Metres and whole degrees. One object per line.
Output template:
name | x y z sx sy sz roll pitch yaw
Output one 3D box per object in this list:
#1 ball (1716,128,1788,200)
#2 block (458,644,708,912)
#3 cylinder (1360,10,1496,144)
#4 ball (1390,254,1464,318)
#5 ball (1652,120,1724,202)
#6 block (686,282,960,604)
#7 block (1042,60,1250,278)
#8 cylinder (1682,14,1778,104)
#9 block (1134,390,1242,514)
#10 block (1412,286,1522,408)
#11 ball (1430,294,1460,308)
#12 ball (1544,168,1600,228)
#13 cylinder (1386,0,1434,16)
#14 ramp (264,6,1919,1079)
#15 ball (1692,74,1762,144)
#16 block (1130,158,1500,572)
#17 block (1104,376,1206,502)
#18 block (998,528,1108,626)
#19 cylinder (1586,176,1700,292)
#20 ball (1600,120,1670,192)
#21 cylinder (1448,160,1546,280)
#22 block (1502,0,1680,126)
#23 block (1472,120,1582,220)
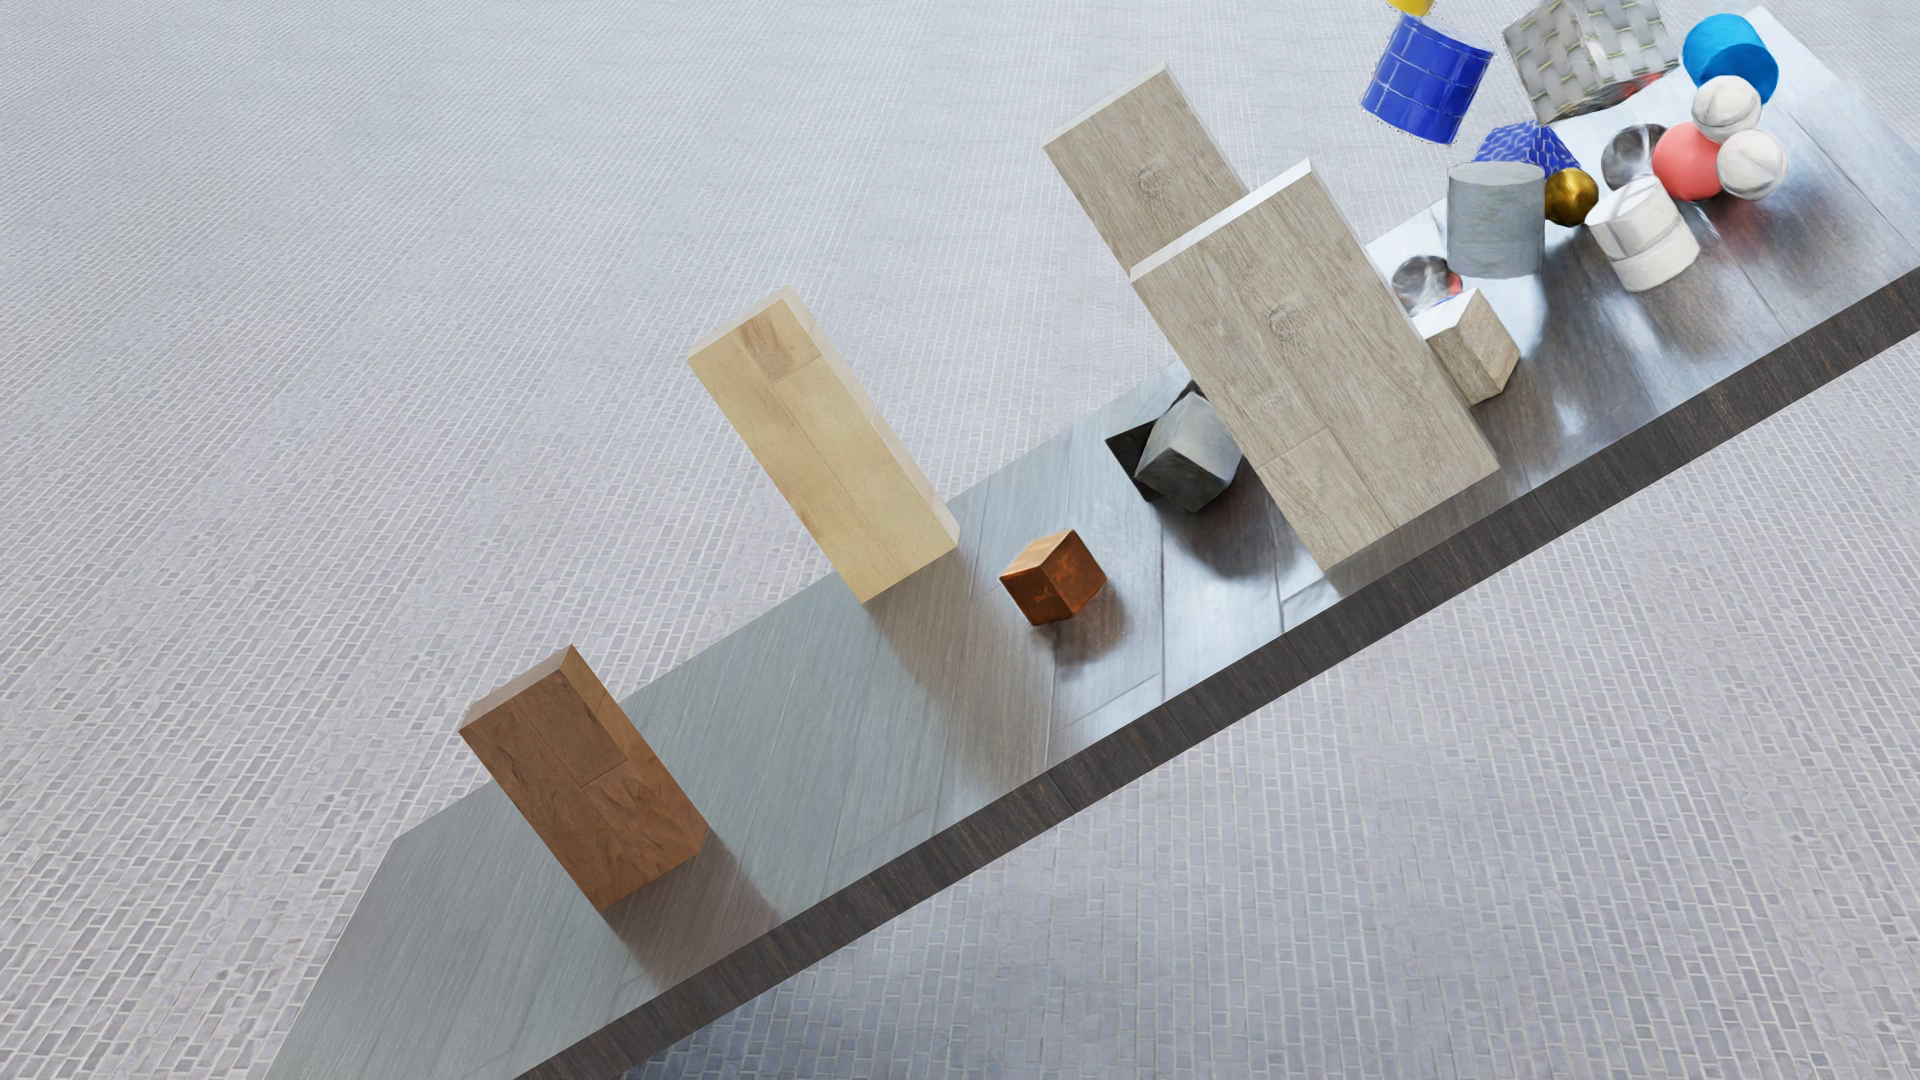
ball | 1.473 -0.699 5.470 0.130 0.130 0.130 0 21 0
block | -0.783 0.498 6.138 0.263 0.492 0.133 -31 16 14
cylinder | 0.948 -0.939 5.965 0.205 0.205 0.205 21 20 -8
ball | 0.970 -0.521 6.118 0.151 0.151 0.151 0 21 0
ball | 1.444 -0.745 5.794 0.159 0.159 0.159 0 21 0
block | -0.315 -0.223 6.895 0.274 0.717 0.131 -31 16 14
block | 0.510 -0.631 6.323 0.306 0.742 0.097 -31 16 14
cylinder | 1.536 -0.949 5.867 0.155 0.155 0.155 -1 32 -2
block | 0.476 -0.179 6.018 0.151 0.151 0.151 31 57 -12
block | 0.951 -0.355 5.651 0.160 0.160 0.160 -26 17 37
ball | 0.983 -0.412 5.796 0.144 0.144 0.144 0 21 0
ball | 1.273 -0.715 6.138 0.123 0.123 0.123 0 21 0
cylinder | 0.920 -1.142 5.929 0.120 0.120 0.120 18 36 -14
ramp | 0.138 0.171 6.298 4.000 0.100 2.000 -31 16 14
ball | 1.479 -0.830 5.674 0.132 0.132 0.132 0 21 0
block | 0.635 -0.308 5.259 0.371 0.645 0.103 -31 16 14
block | 0.450 -0.215 6.290 0.169 0.169 0.169 -21 20 42
block | 0.191 0.078 6.027 0.130 0.130 0.130 -17 23 49
cylinder | 1.301 -0.582 5.606 0.158 0.158 0.158 -32 15 10
ball | 1.385 -0.764 5.959 0.169 0.169 0.169 0 21 0
cylinder | 1.077 -0.644 5.909 0.192 0.192 0.192 -3 21 1
block | 1.158 -0.903 5.405 0.193 0.193 0.193 -18 -6 -29
block | 1.196 -0.780 6.260 0.149 0.149 0.149 -4 48 52
